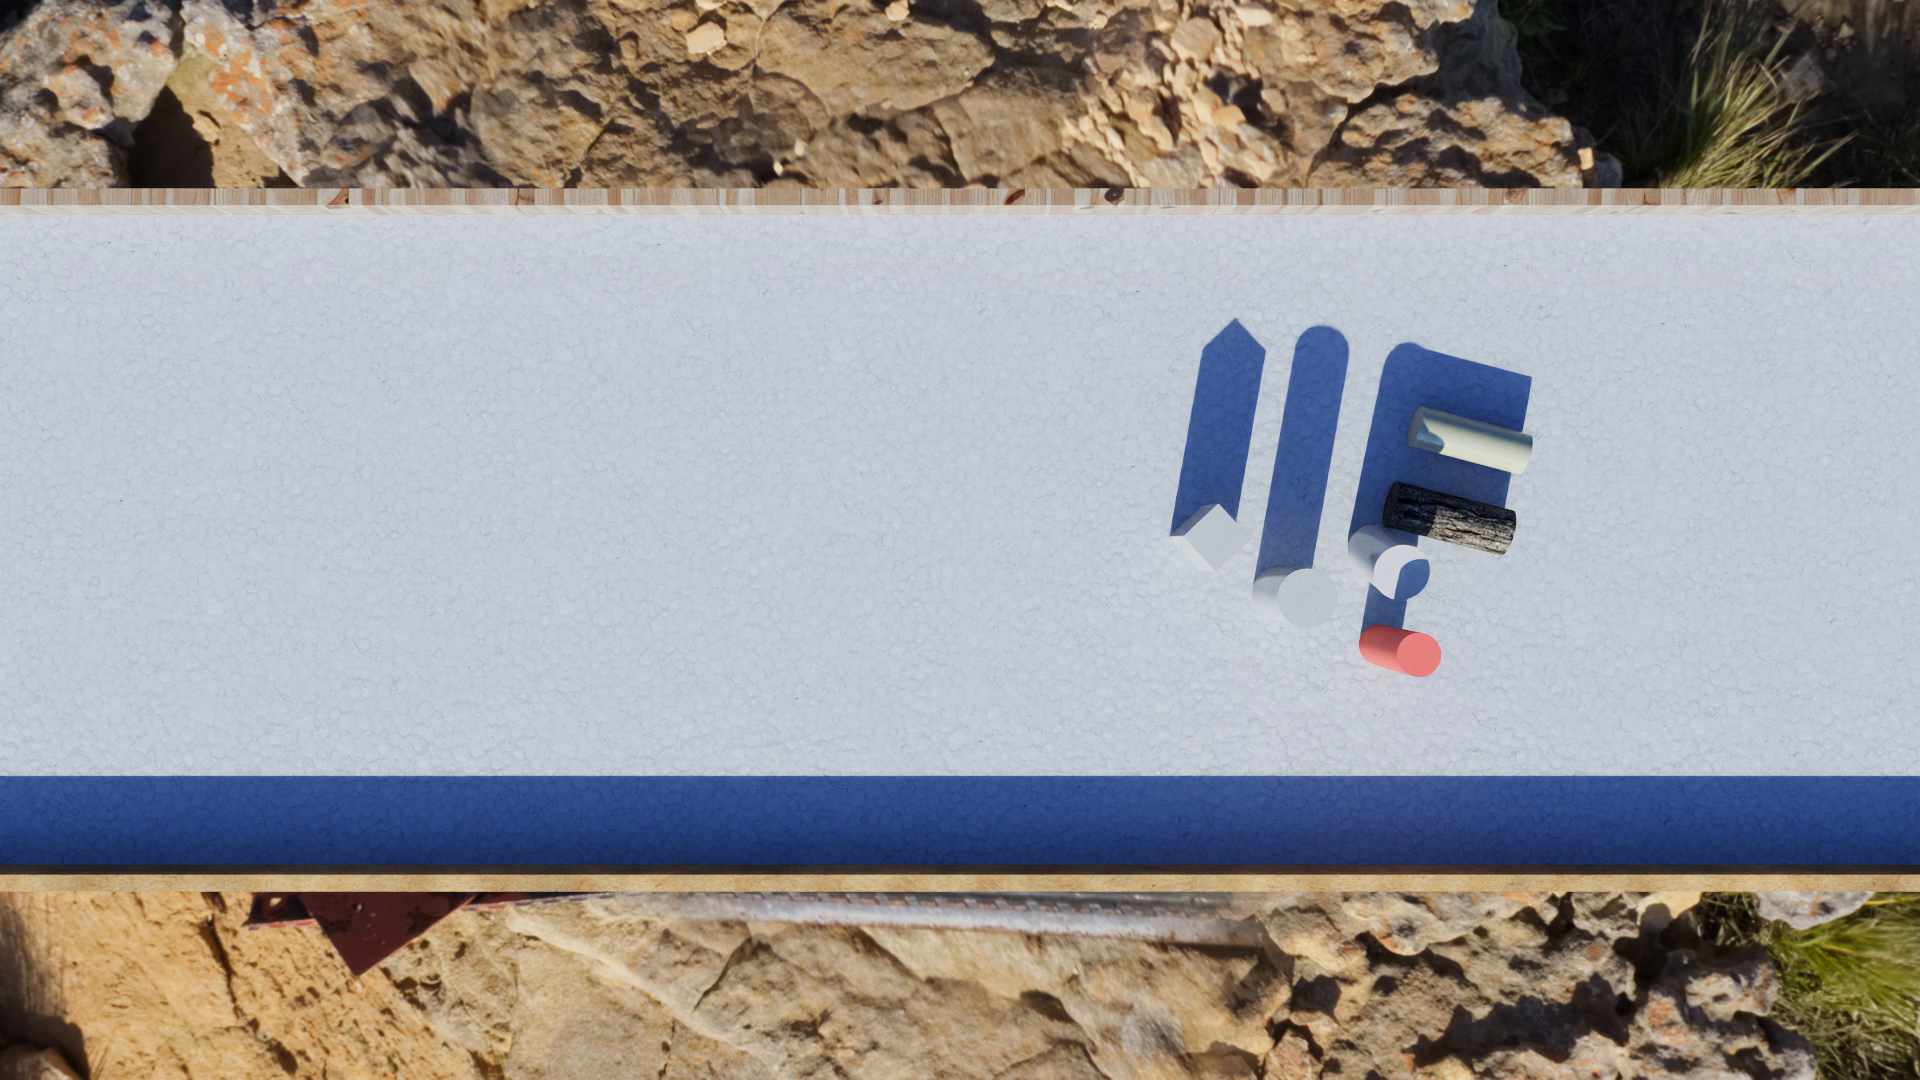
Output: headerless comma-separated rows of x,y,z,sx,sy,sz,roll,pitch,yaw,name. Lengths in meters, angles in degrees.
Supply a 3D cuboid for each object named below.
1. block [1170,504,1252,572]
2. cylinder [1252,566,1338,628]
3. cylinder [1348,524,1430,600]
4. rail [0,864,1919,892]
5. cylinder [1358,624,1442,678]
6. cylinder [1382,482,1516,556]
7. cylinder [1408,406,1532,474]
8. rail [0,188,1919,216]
0.742,-0.007,4.919,0.140,0.315,0.140,-43,90,0,block
0.984,0.165,4.874,0.171,0.404,0.171,0,90,0,cylinder
1.272,0.062,4.907,0.163,0.313,0.163,0,102,-1,cylinder
-2.247,1.025,5.001,12.000,0.150,0.050,0,90,0,rail
1.290,0.323,4.855,0.125,0.443,0.125,0,90,0,cylinder
1.484,-0.065,5.006,0.364,0.141,0.141,14,90,0,cylinder
1.550,-0.303,5.014,0.342,0.125,0.125,15,90,0,cylinder
-2.247,-1.025,5.002,12.000,0.150,0.050,0,90,0,rail
